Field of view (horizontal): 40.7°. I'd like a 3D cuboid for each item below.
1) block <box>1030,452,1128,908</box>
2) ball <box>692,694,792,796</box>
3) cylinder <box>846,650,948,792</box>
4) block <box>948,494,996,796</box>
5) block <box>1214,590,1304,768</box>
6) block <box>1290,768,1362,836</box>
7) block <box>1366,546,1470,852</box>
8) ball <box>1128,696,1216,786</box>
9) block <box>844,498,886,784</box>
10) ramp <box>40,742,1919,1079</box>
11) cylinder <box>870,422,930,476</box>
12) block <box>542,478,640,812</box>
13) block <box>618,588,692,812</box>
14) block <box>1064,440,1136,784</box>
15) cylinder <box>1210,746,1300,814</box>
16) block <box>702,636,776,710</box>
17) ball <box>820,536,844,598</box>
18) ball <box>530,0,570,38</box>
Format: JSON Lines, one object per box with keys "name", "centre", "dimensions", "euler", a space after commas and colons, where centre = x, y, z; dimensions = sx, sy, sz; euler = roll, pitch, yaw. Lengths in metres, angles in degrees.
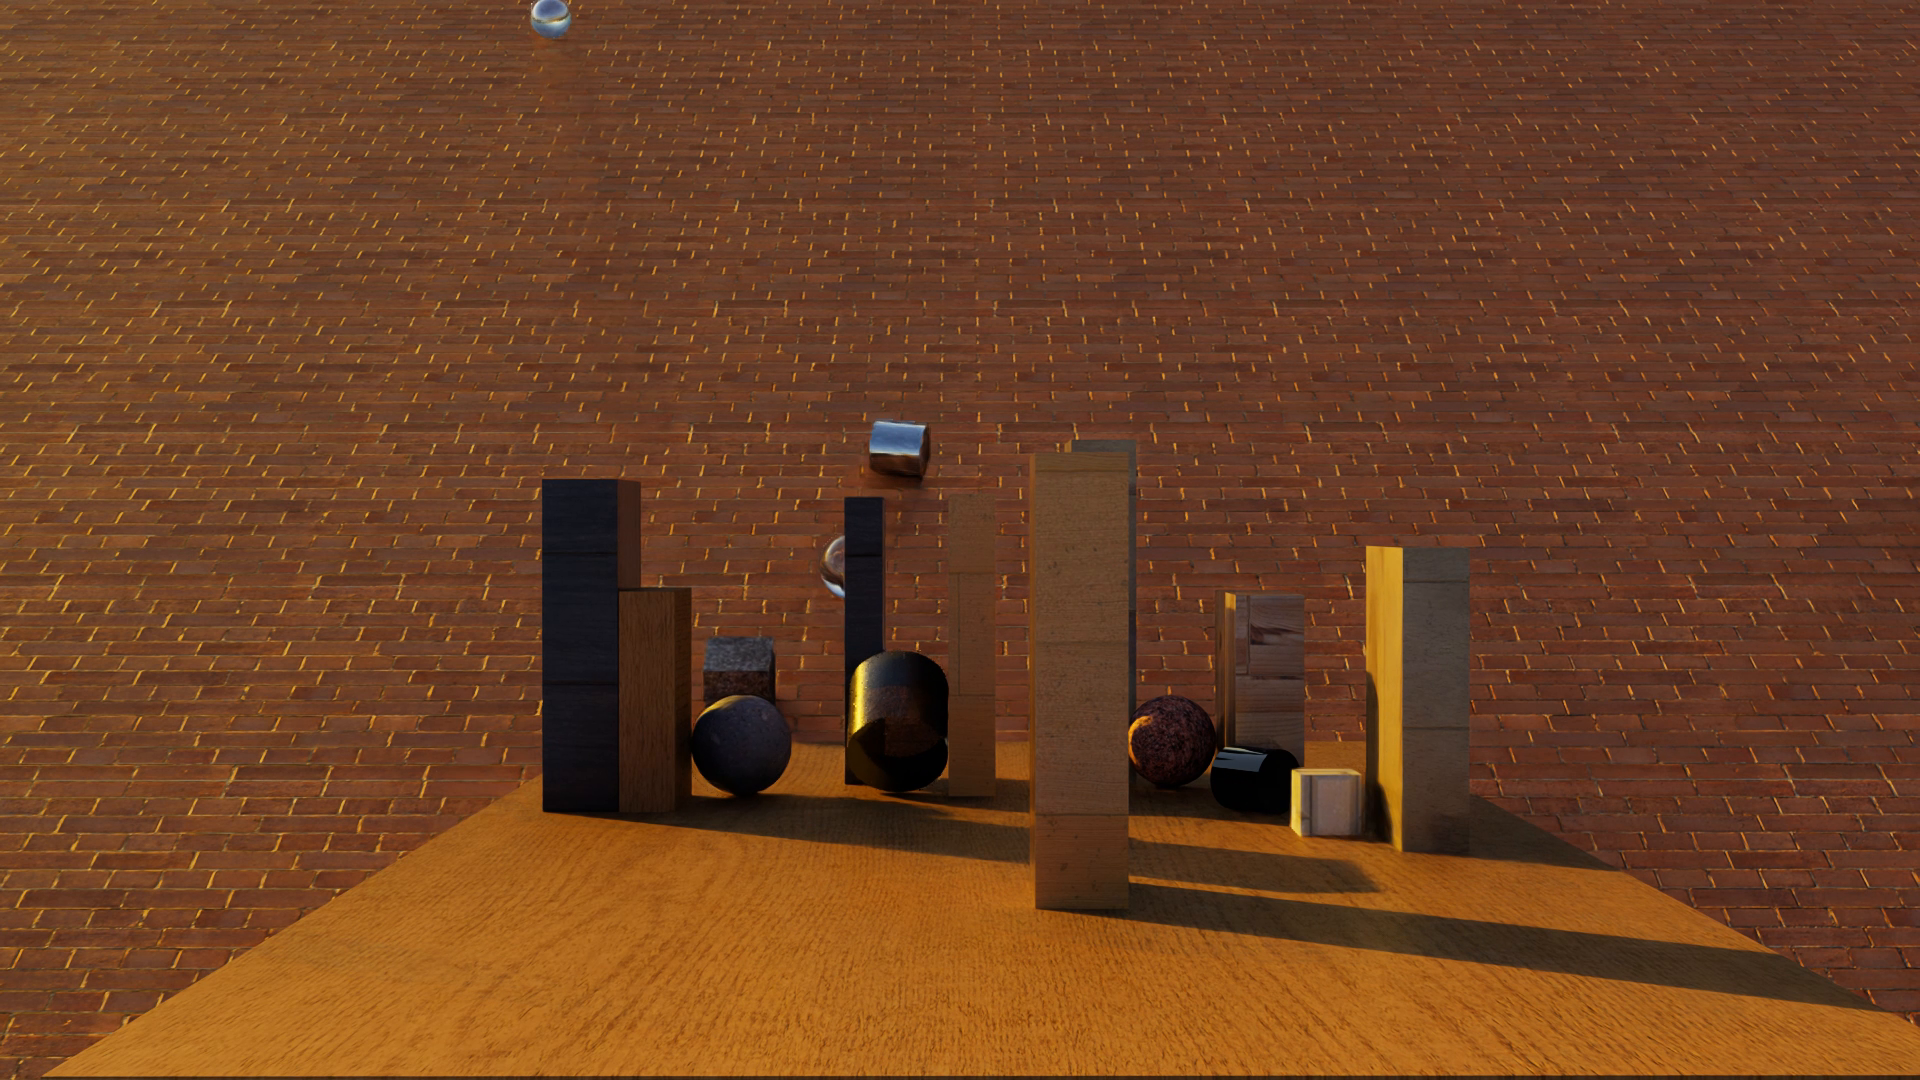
{"name": "block", "centre": [0.177, 0.203, 3.902], "dimensions": [0.136, 0.664, 0.292], "euler": [0, 0, 0]}
{"name": "ball", "centre": [-0.450, 0.422, 5.332], "dimensions": [0.207, 0.207, 0.207], "euler": [0, 29, 0]}
{"name": "cylinder", "centre": [-0.129, 0.378, 5.400], "dimensions": [0.210, 0.210, 0.210], "euler": [0, 37, 0]}
{"name": "block", "centre": [0.024, 0.214, 5.493], "dimensions": [0.096, 0.620, 0.385], "euler": [0, 0, 0]}
{"name": "block", "centre": [0.612, 0.316, 5.311], "dimensions": [0.136, 0.418, 0.407], "euler": [0, 0, 0]}
{"name": "block", "centre": [0.663, 0.474, 4.679], "dimensions": [0.110, 0.110, 0.110], "euler": [0, 0, -2]}
{"name": "block", "centre": [0.810, 0.271, 4.599], "dimensions": [0.114, 0.518, 0.390], "euler": [0, 0, 0]}
{"name": "ball", "centre": [0.447, 0.427, 5.490], "dimensions": [0.195, 0.195, 0.195], "euler": [0, 29, 0]}
{"name": "block", "centre": [-0.207, 0.215, 5.663], "dimensions": [0.081, 0.615, 0.243], "euler": [0, 0, 0]}
{"name": "ramp", "centre": [0.065, 0.580, 4.626], "dimensions": [2.000, 0.100, 4.000], "euler": [0, 0, 0]}
{"name": "cylinder", "centre": [-0.189, -0.286, 8.098], "dimensions": [0.160, 0.160, 0.160], "euler": [5, 29, 10]}
{"name": "block", "centre": [-0.737, 0.204, 5.198], "dimensions": [0.146, 0.646, 0.370], "euler": [0, 0, 0]}
{"name": "block", "centre": [-0.607, 0.313, 5.170], "dimensions": [0.108, 0.428, 0.318], "euler": [0, 0, 0]}
{"name": "block", "centre": [0.309, 0.153, 5.738], "dimensions": [0.140, 0.739, 0.361], "euler": [0, 0, 0]}
{"name": "cylinder", "centre": [0.574, 0.465, 5.021], "dimensions": [0.125, 0.125, 0.125], "euler": [-24, 16, -37]}
{"name": "block", "centre": [-0.586, 0.377, 6.881], "dimensions": [0.174, 0.174, 0.174], "euler": [0, 29, 0]}
{"name": "ball", "centre": [-0.306, 0.077, 7.408], "dimensions": [0.191, 0.191, 0.191], "euler": [0, 29, 0]}
{"name": "ball", "centre": [-1.890, -2.410, 11.934], "dimensions": [0.185, 0.185, 0.185], "euler": [0, 29, 0]}
